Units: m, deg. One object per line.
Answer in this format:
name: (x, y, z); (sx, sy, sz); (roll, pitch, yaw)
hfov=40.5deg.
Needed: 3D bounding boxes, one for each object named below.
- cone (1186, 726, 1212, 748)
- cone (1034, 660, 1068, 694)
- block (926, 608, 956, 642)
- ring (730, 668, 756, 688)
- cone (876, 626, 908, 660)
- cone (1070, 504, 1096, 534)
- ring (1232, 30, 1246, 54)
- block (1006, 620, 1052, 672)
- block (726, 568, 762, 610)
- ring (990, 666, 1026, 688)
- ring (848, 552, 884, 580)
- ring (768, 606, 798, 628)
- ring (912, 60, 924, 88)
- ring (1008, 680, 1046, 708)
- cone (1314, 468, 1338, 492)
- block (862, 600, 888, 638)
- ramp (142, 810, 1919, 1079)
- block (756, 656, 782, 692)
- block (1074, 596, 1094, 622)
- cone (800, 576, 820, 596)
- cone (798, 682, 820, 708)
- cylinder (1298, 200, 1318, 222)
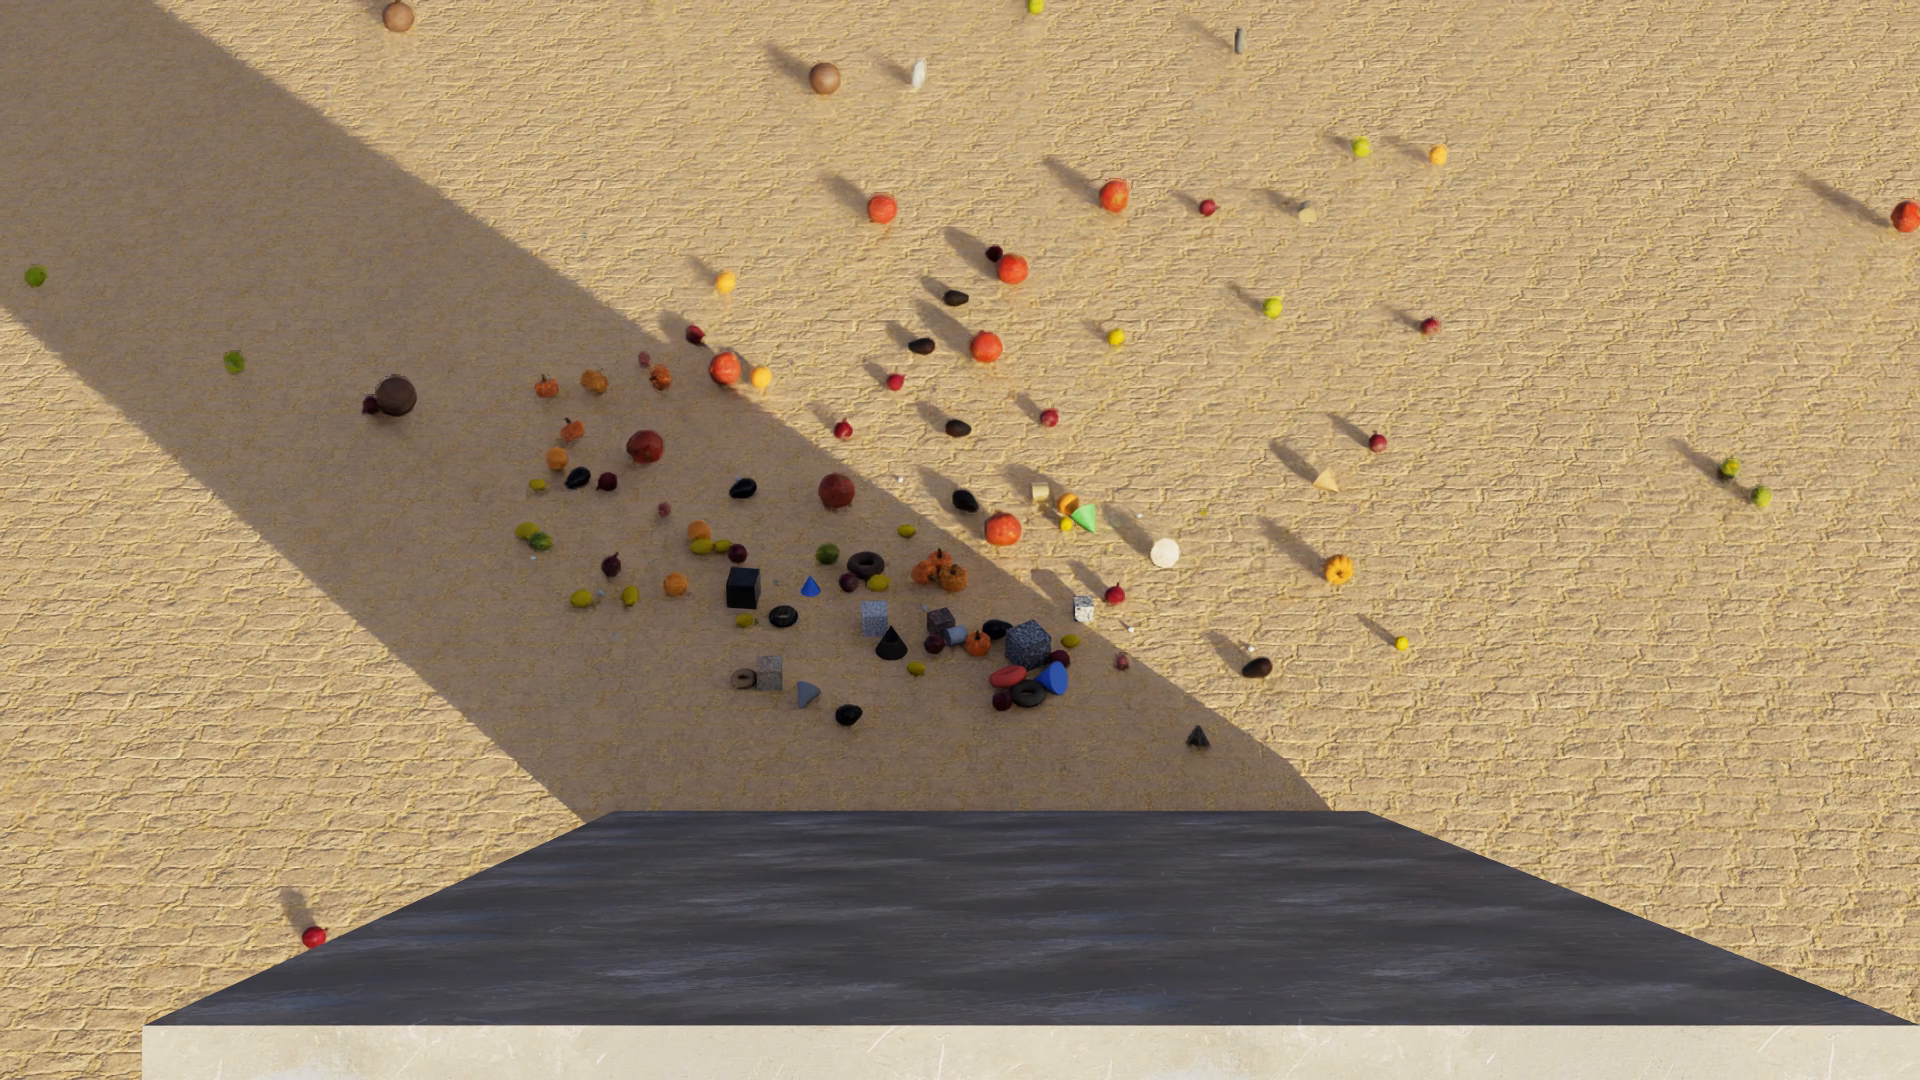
cone: (0.674, 0.560, 7.240); (0.064, 0.064, 0.064); (33, 42, -1)
cone: (0.242, 0.399, 7.442); (0.096, 0.096, 0.096); (-10, 28, 34)
block: (-0.055, 0.248, 7.626); (0.064, 0.064, 0.064); (-14, 39, -18)
ring: (-0.619, 0.397, 7.460); (0.077, 0.026, 0.077); (-1, 36, 1)
cone: (-0.199, 0.284, 7.553); (0.094, 0.094, 0.094); (0, 37, 0)
cone: (0.400, -0.053, 8.049); (0.085, 0.085, 0.085); (-18, 67, -22)
ring: (1.144, -2.039, 10.635); (0.035, 0.104, 0.104); (18, 38, -2)
block: (0.197, 0.307, 7.521); (0.096, 0.096, 0.096); (-20, 41, -24)
block: (-0.644, 0.144, 7.747); (0.086, 0.086, 0.086); (4, 37, 5)
ring: (0.138, 0.390, 7.434); (0.110, 0.037, 0.110); (-16, 12, 4)
ring: (-0.285, 0.076, 7.877); (0.115, 0.038, 0.115); (-1, 36, 1)
ring: (-0.522, 0.225, 7.686); (0.087, 0.029, 0.087); (-1, 37, 1)
ring: (-0.166, -1.860, 10.391); (0.037, 0.110, 0.110); (6, 37, 9)
ring: (0.191, 0.436, 7.399); (0.106, 0.035, 0.106); (1, 36, -1)
cone: (1.170, -0.177, 8.217); (0.078, 0.078, 0.078); (-33, 80, -36)
block: (-0.251, 0.231, 7.640); (0.074, 0.074, 0.074); (-2, 37, -3)
ramp: (0.081, 0.683, 4.920); (2.000, 0.100, 4.000); (0, -2, 0)
block: (-0.545, 0.381, 7.443); (0.071, 0.071, 0.071); (-2, 37, -2)
block: (0.365, 0.203, 7.694); (0.055, 0.055, 0.055); (-2, 37, -3)
cone: (-0.448, 0.129, 7.789); (0.060, 0.060, 0.060); (0, 37, 0)
cone: (-0.442, 0.451, 7.381); (0.074, 0.074, 0.074); (14, 66, 18)
cylinder: (1.278, -1.207, 9.569); (0.060, 0.060, 0.060); (14, 63, 18)
